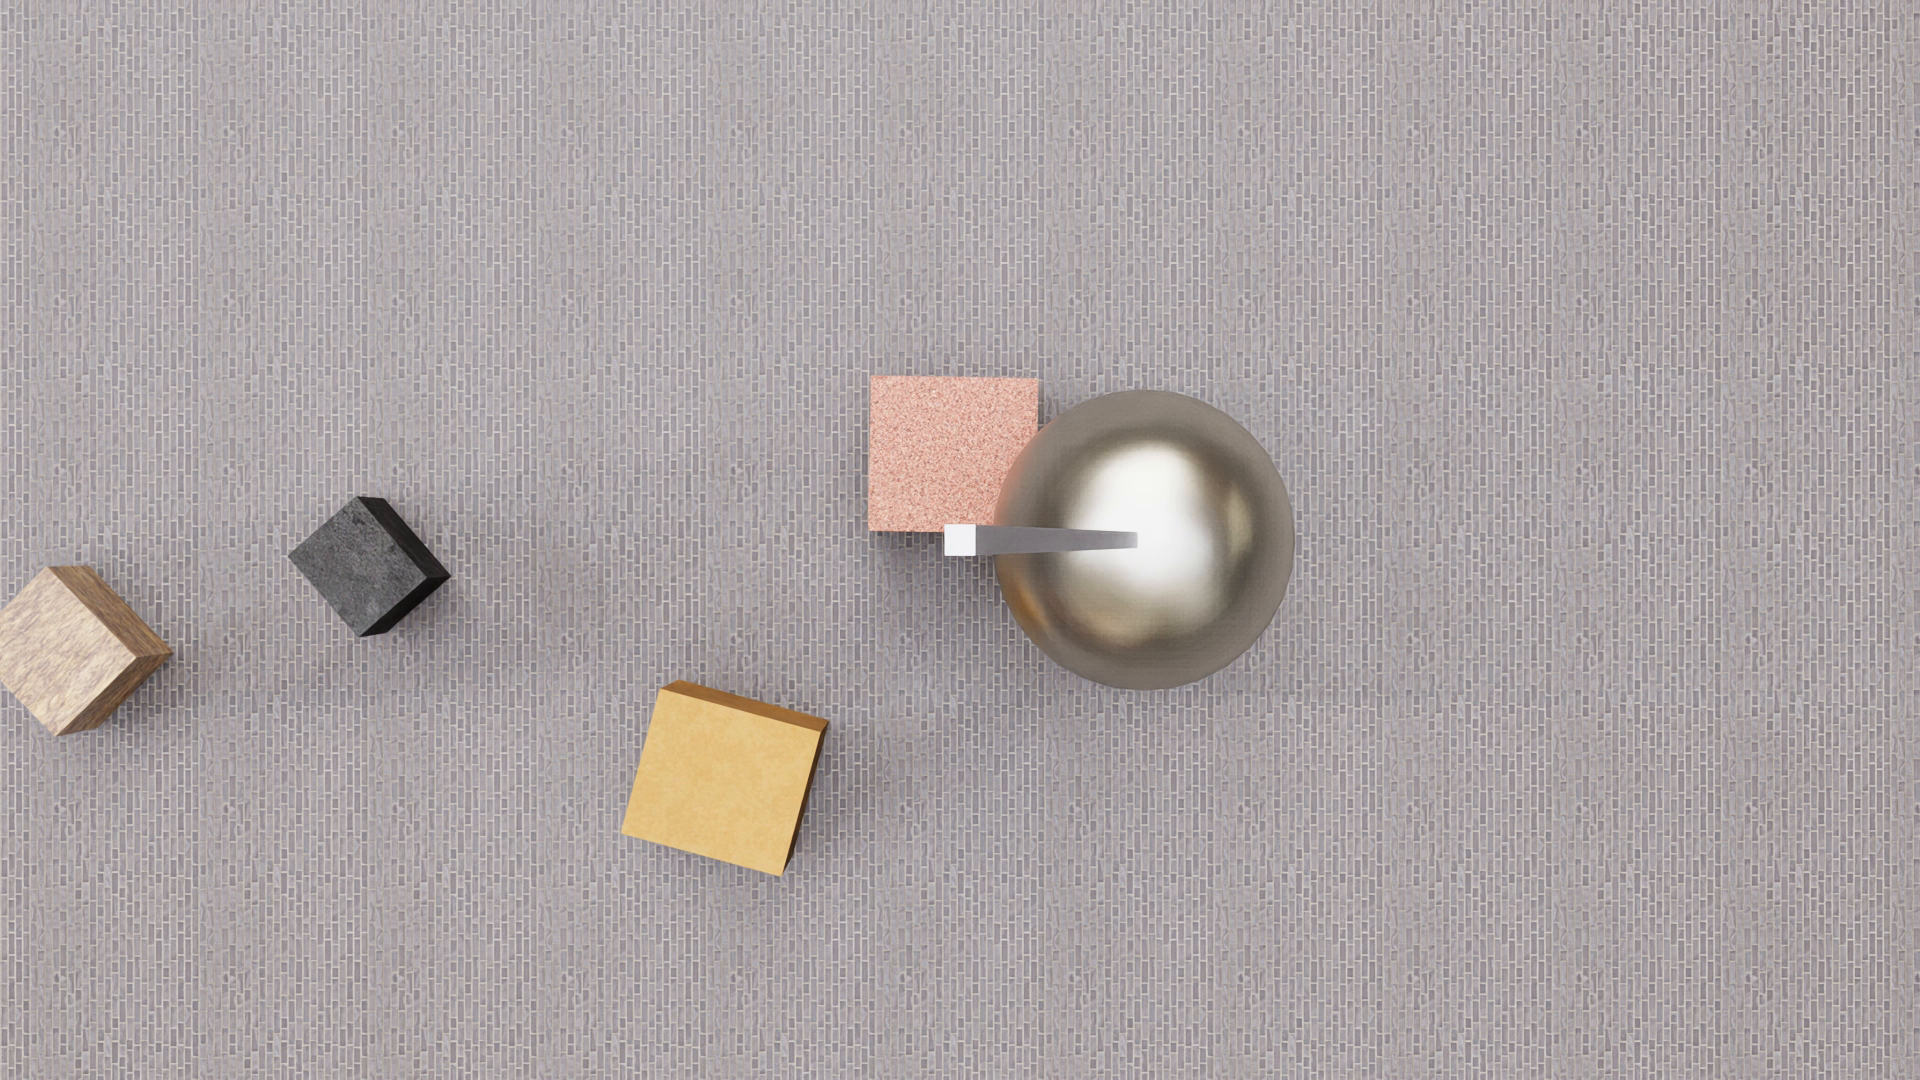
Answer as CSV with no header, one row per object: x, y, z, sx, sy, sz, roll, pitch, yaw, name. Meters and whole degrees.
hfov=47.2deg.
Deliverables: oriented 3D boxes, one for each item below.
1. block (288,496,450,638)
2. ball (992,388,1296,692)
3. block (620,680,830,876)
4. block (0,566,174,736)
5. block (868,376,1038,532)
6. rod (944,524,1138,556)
-3.400,0.151,12.699,0.514,0.603,0.611,-41,90,0,block
0.966,0.000,11.637,1.600,1.600,1.600,0,90,0,ball
-1.326,1.345,12.592,0.922,0.817,0.830,15,90,0,block
-5.126,0.630,12.699,0.638,0.603,0.722,-45,90,0,block
-0.038,-0.475,12.610,0.930,0.780,0.863,1,90,0,block
0.419,0.000,8.281,0.080,5.200,0.080,0,90,9,rod
